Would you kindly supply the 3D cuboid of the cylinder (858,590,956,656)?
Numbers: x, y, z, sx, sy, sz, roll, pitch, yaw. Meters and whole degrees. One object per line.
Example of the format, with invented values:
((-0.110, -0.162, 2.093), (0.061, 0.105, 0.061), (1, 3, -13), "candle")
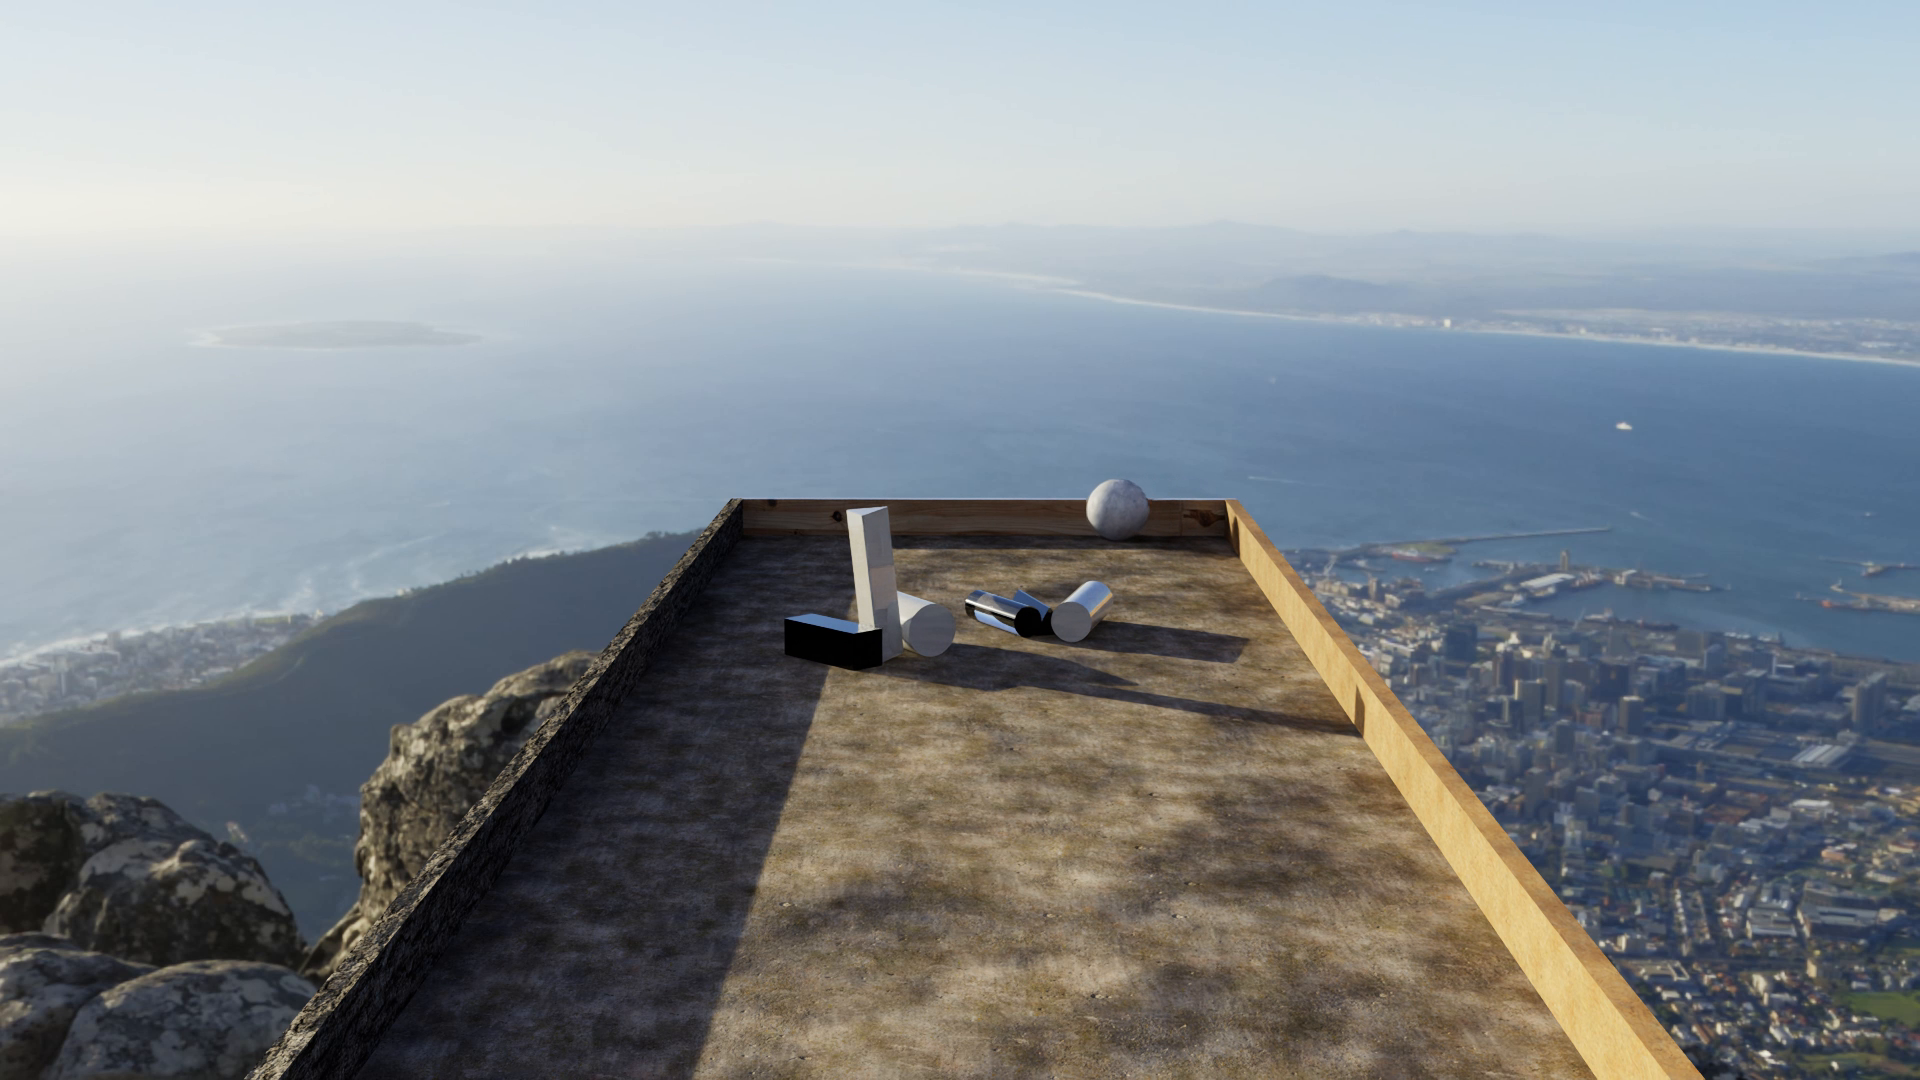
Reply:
((-0.168, 0.254, 6.879), (0.165, 0.165, 0.331), (-5, 10, -30), "cylinder")

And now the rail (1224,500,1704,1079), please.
((1.046, 0.843, 3.208), (0.050, 0.150, 12.000), (0, 9, 1), "rail")

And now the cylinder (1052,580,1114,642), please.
((0.399, 0.230, 7.141), (0.131, 0.131, 0.383), (2, 9, 14), "cylinder")

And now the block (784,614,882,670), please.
((-0.387, 0.309, 6.694), (0.113, 0.113, 0.326), (-8, 12, -43), "block")

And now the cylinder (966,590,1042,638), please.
((0.139, 0.239, 7.173), (0.102, 0.102, 0.326), (-5, 10, -28), "cylinder")

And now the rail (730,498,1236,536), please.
((0.099, -0.098, 9.147), (2.100, 0.150, 0.050), (0, 9, 1), "rail")

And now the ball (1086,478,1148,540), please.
((0.645, -0.124, 8.982), (0.253, 0.253, 0.253), (0, 9, 0), "ball")

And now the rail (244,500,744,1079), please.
((-1.004, 0.839, 3.234), (0.050, 0.150, 12.000), (0, 9, 1), "rail")

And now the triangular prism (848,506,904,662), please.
((-0.275, 0.134, 6.687), (0.107, 0.459, 0.123), (2, 14, 35), "triangular prism")
